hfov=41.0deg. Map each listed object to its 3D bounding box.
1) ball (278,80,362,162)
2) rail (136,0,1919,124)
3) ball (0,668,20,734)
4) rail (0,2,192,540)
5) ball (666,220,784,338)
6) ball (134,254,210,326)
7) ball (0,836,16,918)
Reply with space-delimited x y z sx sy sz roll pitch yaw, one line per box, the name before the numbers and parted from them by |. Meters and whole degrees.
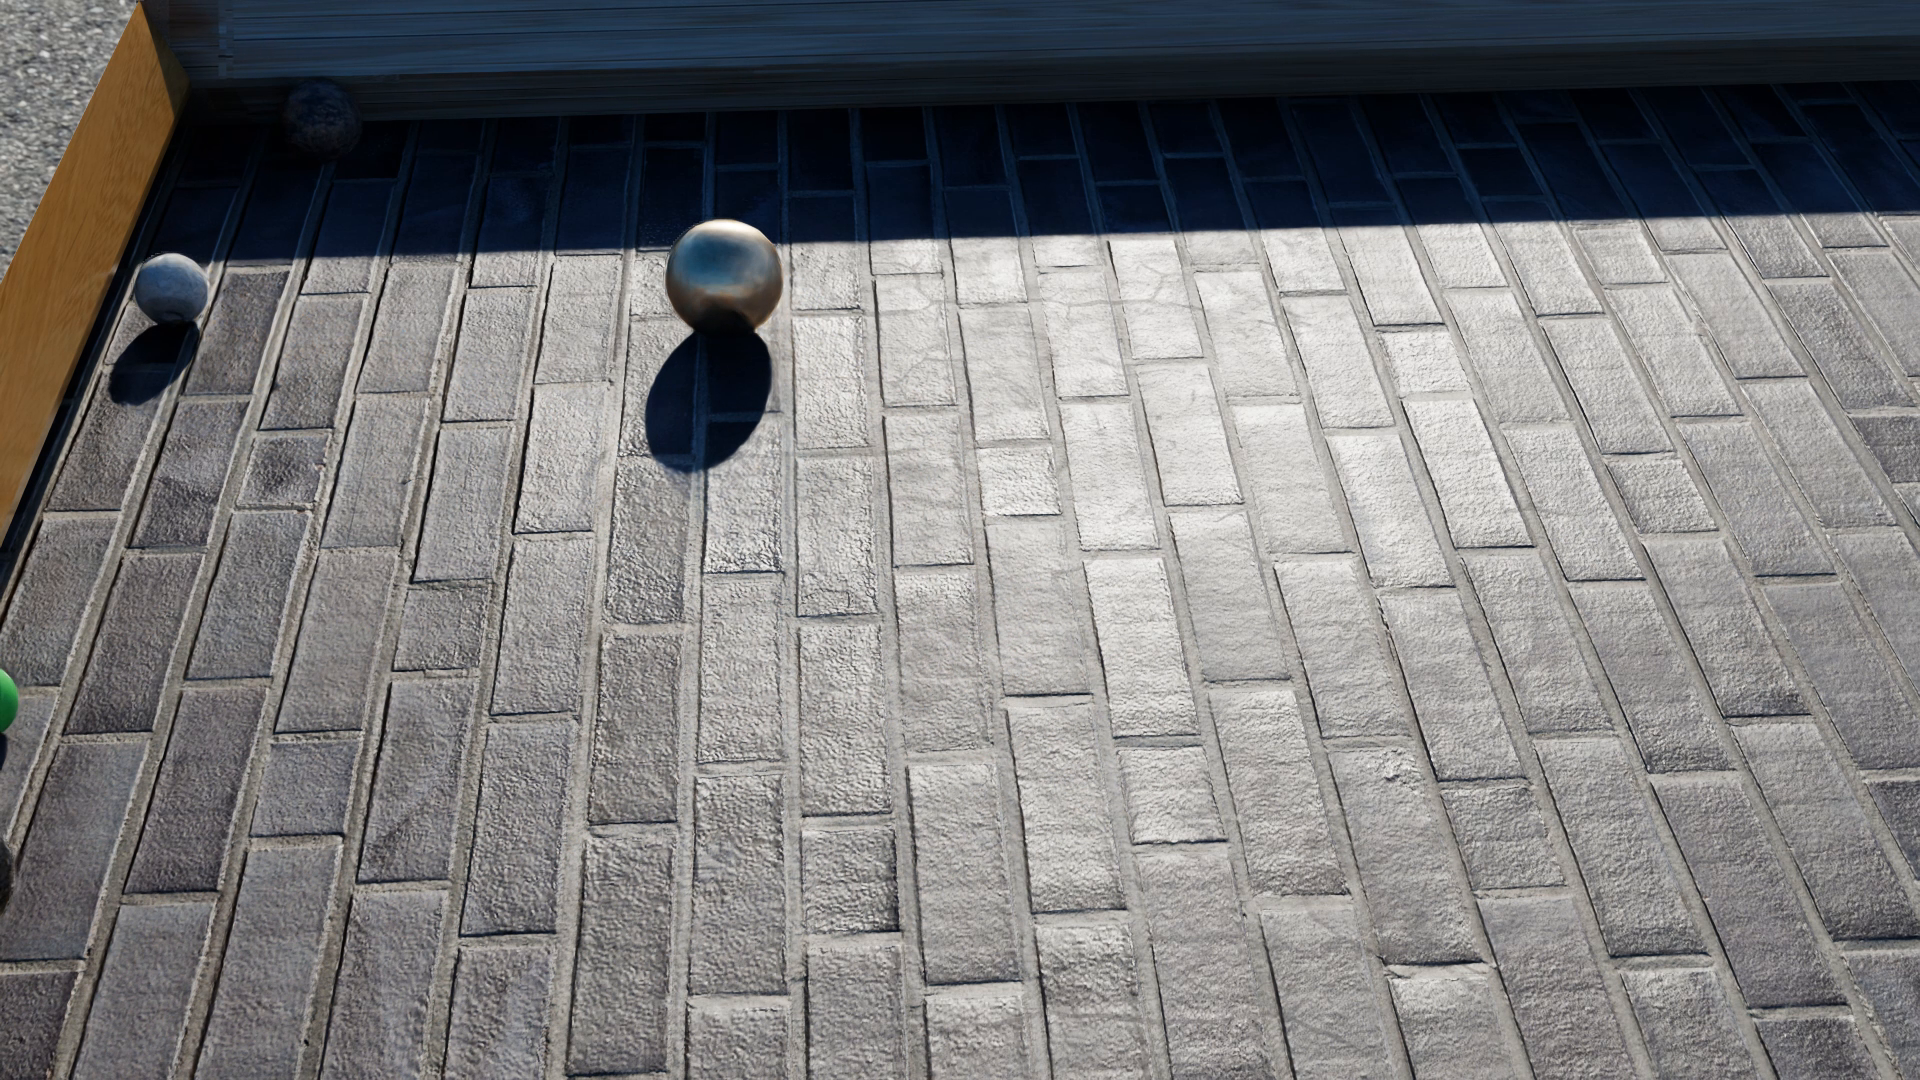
ball | -0.566 -0.371 2.271 0.072 0.072 0.072 0 36 0
rail | 0.642 -0.464 2.357 2.746 0.121 0.045 -2 36 -3
ball | -0.624 0.103 1.627 0.051 0.051 0.051 0 36 0
rail | -0.662 0.000 1.709 0.045 0.121 1.480 -2 36 -3
ball | -0.185 -0.206 2.023 0.093 0.093 0.093 0 36 0
ball | -0.628 -0.199 2.044 0.058 0.058 0.058 0 36 0
ball | -0.585 0.195 1.473 0.080 0.080 0.080 0 36 0
